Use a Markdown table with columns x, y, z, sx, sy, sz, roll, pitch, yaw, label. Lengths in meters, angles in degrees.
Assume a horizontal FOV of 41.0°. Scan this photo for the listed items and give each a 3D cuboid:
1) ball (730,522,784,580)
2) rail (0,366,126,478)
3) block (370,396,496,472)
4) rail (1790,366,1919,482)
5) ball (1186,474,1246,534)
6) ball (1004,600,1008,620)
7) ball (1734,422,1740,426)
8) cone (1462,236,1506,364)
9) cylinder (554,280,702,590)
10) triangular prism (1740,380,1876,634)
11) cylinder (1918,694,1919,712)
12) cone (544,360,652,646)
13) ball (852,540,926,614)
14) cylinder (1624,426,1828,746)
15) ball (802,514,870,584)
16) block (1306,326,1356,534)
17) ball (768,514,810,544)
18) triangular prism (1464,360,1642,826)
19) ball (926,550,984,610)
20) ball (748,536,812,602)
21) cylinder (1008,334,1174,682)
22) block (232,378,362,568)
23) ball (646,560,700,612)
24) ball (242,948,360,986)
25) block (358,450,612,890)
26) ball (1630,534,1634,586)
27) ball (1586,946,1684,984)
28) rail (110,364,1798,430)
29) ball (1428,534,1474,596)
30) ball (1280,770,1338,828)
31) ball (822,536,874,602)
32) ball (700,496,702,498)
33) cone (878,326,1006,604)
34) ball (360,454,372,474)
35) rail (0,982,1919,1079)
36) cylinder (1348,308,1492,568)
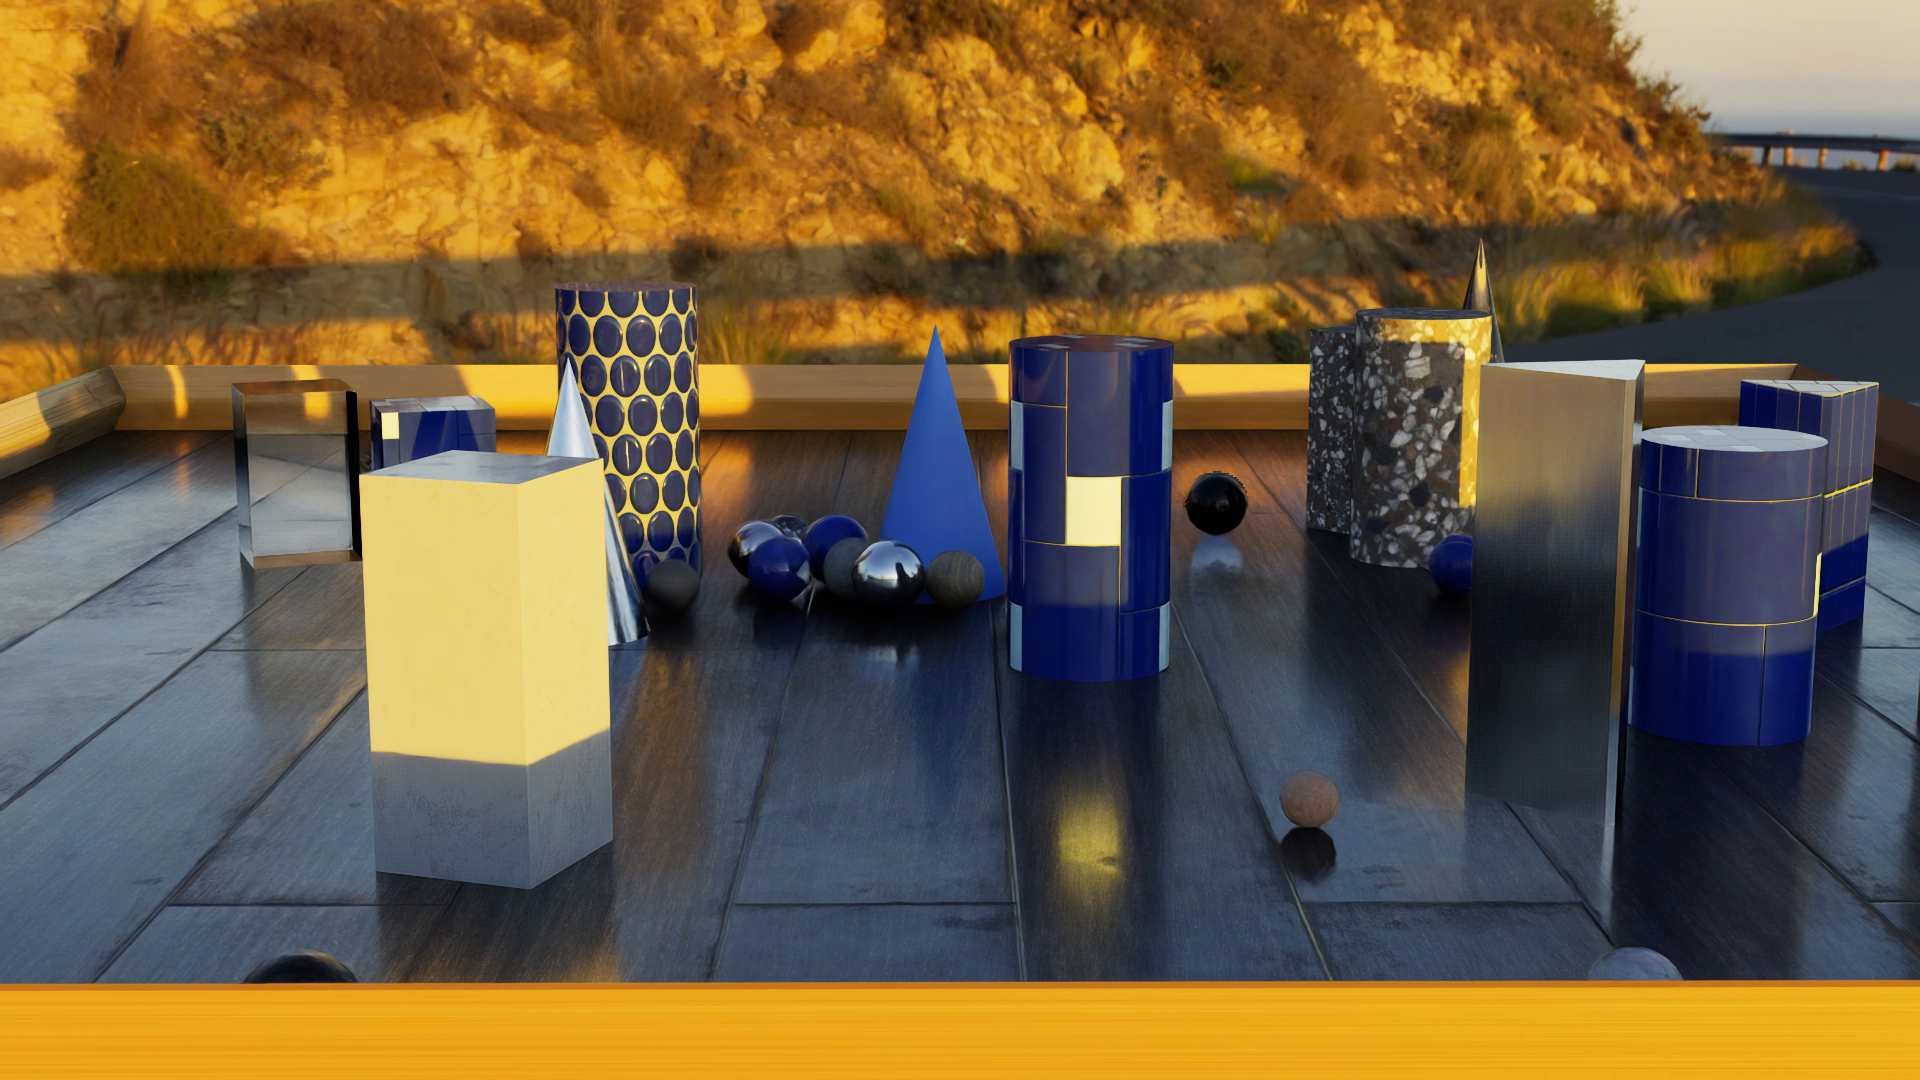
| x | y | z | sx | sy | sz | roll | pitch | yaw | label |
| --- | --- | --- | --- | --- | --- | --- | --- | --- | --- |
| -0.288 | 0.016 | 3.674 | 0.085 | 0.085 | 0.085 | 0 | 10 | 0 | ball |
| -1.683 | 0.035 | 3.439 | 0.045 | 0.130 | 3.557 | 0 | 10 | 0 | rail |
| -0.768 | -0.078 | 3.751 | 0.160 | 0.242 | 0.160 | -4 | 11 | -19 | block |
| 1.683 | 0.032 | 3.458 | 0.045 | 0.130 | 3.557 | 0 | 10 | 0 | rail |
| 0.403 | -0.056 | 4.032 | 0.095 | 0.095 | 0.095 | 0 | 10 | 0 | ball |
| 0.080 | 0.091 | 3.375 | 0.045 | 0.045 | 0.045 | 0 | 10 | 0 | ball |
| 1.504 | -0.200 | 4.935 | 0.052 | 0.052 | 0.052 | 0 | 10 | 0 | ball |
| 0.876 | -0.293 | 4.354 | 0.200 | 0.445 | 0.200 | 0 | 10 | 0 | cone |
| -0.472 | -0.153 | 3.664 | 0.200 | 0.420 | 0.200 | 0 | 10 | 0 | cylinder |
| 1.102 | -0.051 | 3.408 | 0.150 | 0.313 | 0.173 | 8 | 13 | 38 | triangular prism |
| 1.192 | 0.026 | 2.876 | 0.200 | 0.355 | 0.200 | 0 | 10 | 0 | cylinder |
| -0.501 | -0.058 | 3.316 | 0.200 | 0.359 | 0.200 | 0 | 10 | 0 | cone |
| -0.096 | 0.049 | 3.454 | 0.099 | 0.099 | 0.099 | 0 | 10 | 0 | ball |
| 0.849 | 0.047 | 2.848 | 0.200 | 0.323 | 0.200 | 0 | 10 | 0 | cylinder |
| -0.176 | 0.014 | 3.642 | 0.100 | 0.100 | 0.100 | 0 | 10 | 0 | ball |
| 0.667 | -0.176 | 4.072 | 0.160 | 0.316 | 0.160 | -9 | 14 | -40 | block |
| -0.253 | 0.003 | 3.753 | 0.081 | 0.081 | 0.081 | 0 | 10 | 0 | ball |
| 0.628 | 0.043 | 2.564 | 0.150 | 0.435 | 0.173 | -9 | 14 | -41 | triangular prism |
| -0.008 | 0.054 | 3.480 | 0.081 | 0.081 | 0.081 | 0 | 10 | 0 | ball |
| -0.248 | 0.039 | 3.533 | 0.090 | 0.090 | 0.090 | 0 | 10 | 0 | ball |
| 0.158 | -0.043 | 3.136 | 0.200 | 0.396 | 0.200 | 0 | 10 | 0 | cylinder |
| -0.993 | -0.102 | 3.843 | 0.160 | 0.256 | 0.160 | -4 | 11 | -22 | block |
| -0.387 | 0.062 | 3.462 | 0.071 | 0.071 | 0.071 | 0 | 10 | 0 | ball |
| -0.482 | 0.345 | 1.872 | 0.092 | 0.092 | 0.092 | 0 | 10 | 0 | ball |
| -0.433 | 0.114 | 2.365 | 0.160 | 0.367 | 0.160 | 4 | 11 | 19 | block |
| 0.964 | 0.019 | 3.628 | 0.095 | 0.095 | 0.095 | 0 | 10 | 0 | ball |
| 0.508 | 0.343 | 1.929 | 0.075 | 0.075 | 0.075 | 0 | 10 | 0 | ball |
| -0.010 | -0.285 | 5.174 | 3.414 | 0.130 | 0.045 | 0 | 10 | 0 | rail |
| 0.696 | 0.035 | 3.571 | 0.085 | 0.085 | 0.085 | 0 | 10 | 0 | ball |
| 0.338 | 0.251 | 2.481 | 0.056 | 0.056 | 0.056 | 0 | 10 | 0 | ball |
| -0.145 | 0.040 | 3.534 | 0.089 | 0.089 | 0.089 | 0 | 10 | 0 | ball |
| -0.455 | -0.059 | 4.052 | 0.094 | 0.094 | 0.094 | 0 | 10 | 0 | ball |
| -0.034 | -0.115 | 3.582 | 0.200 | 0.375 | 0.200 | 0 | 10 | 0 | cone |
| -1.040 | -0.119 | 4.464 | 0.062 | 0.062 | 0.062 | 0 | 10 | 0 | ball |
| 0.010 | 0.352 | 1.723 | 3.414 | 0.130 | 0.045 | 0 | 10 | 0 | rail |
| 0.686 | -0.156 | 3.832 | 0.200 | 0.365 | 0.200 | 0 | 10 | 0 | cylinder |
